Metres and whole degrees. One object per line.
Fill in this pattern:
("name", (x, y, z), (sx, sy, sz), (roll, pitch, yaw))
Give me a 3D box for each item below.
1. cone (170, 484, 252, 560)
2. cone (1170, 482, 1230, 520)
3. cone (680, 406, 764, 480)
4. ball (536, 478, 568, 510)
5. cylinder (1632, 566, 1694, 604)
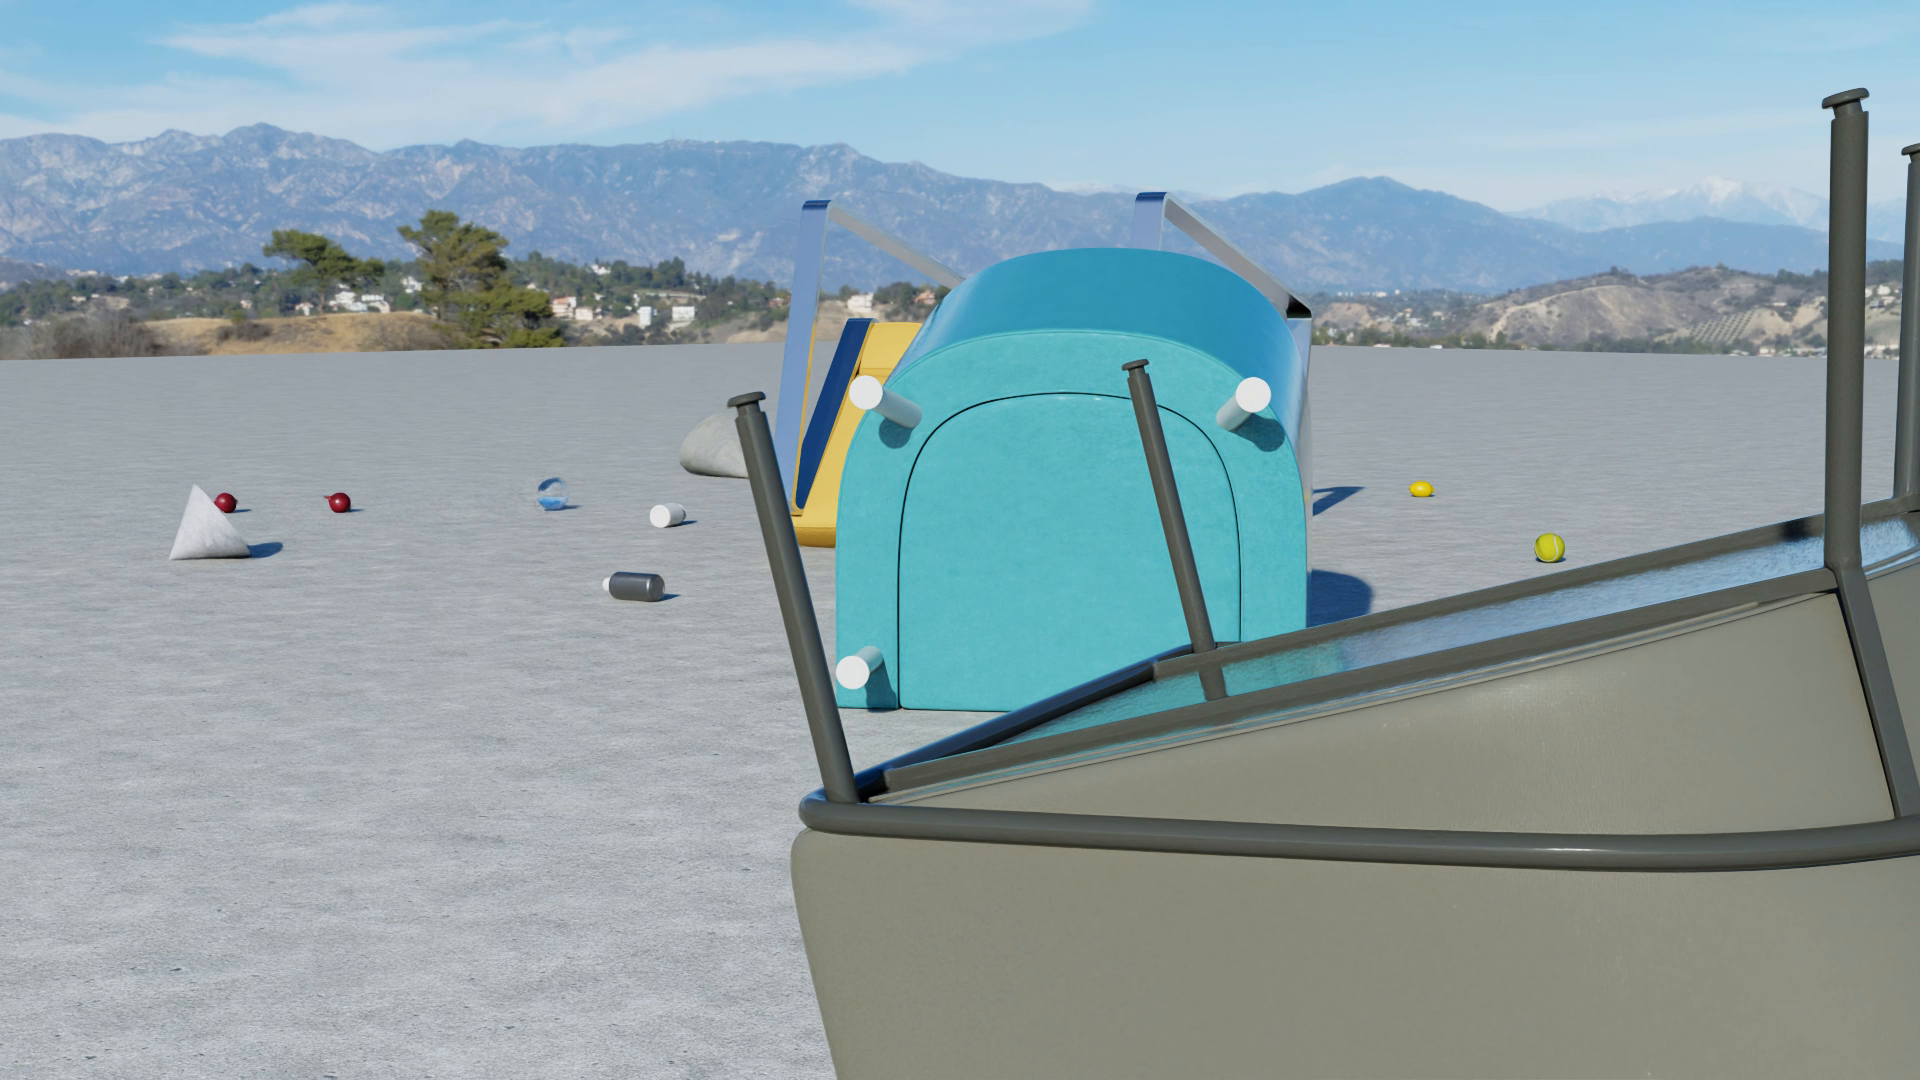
("cone", (-1.781, 0.000, 5.979), (0.152, 0.213, 0.247), (-40, -1, -16))
("cone", (0.624, -0.084, 6.976), (0.208, 0.115, 0.111), (-7, -19, -34))
("cone", (-0.719, -0.261, 8.392), (0.317, 0.228, 0.269), (-29, 43, -17))
("ball", (-1.148, -0.129, 7.226), (0.089, 0.089, 0.089), (0, 6, 0))
("cylinder", (1.421, 0.092, 5.186), (0.100, 0.064, 0.112), (-16, -3, 31))
